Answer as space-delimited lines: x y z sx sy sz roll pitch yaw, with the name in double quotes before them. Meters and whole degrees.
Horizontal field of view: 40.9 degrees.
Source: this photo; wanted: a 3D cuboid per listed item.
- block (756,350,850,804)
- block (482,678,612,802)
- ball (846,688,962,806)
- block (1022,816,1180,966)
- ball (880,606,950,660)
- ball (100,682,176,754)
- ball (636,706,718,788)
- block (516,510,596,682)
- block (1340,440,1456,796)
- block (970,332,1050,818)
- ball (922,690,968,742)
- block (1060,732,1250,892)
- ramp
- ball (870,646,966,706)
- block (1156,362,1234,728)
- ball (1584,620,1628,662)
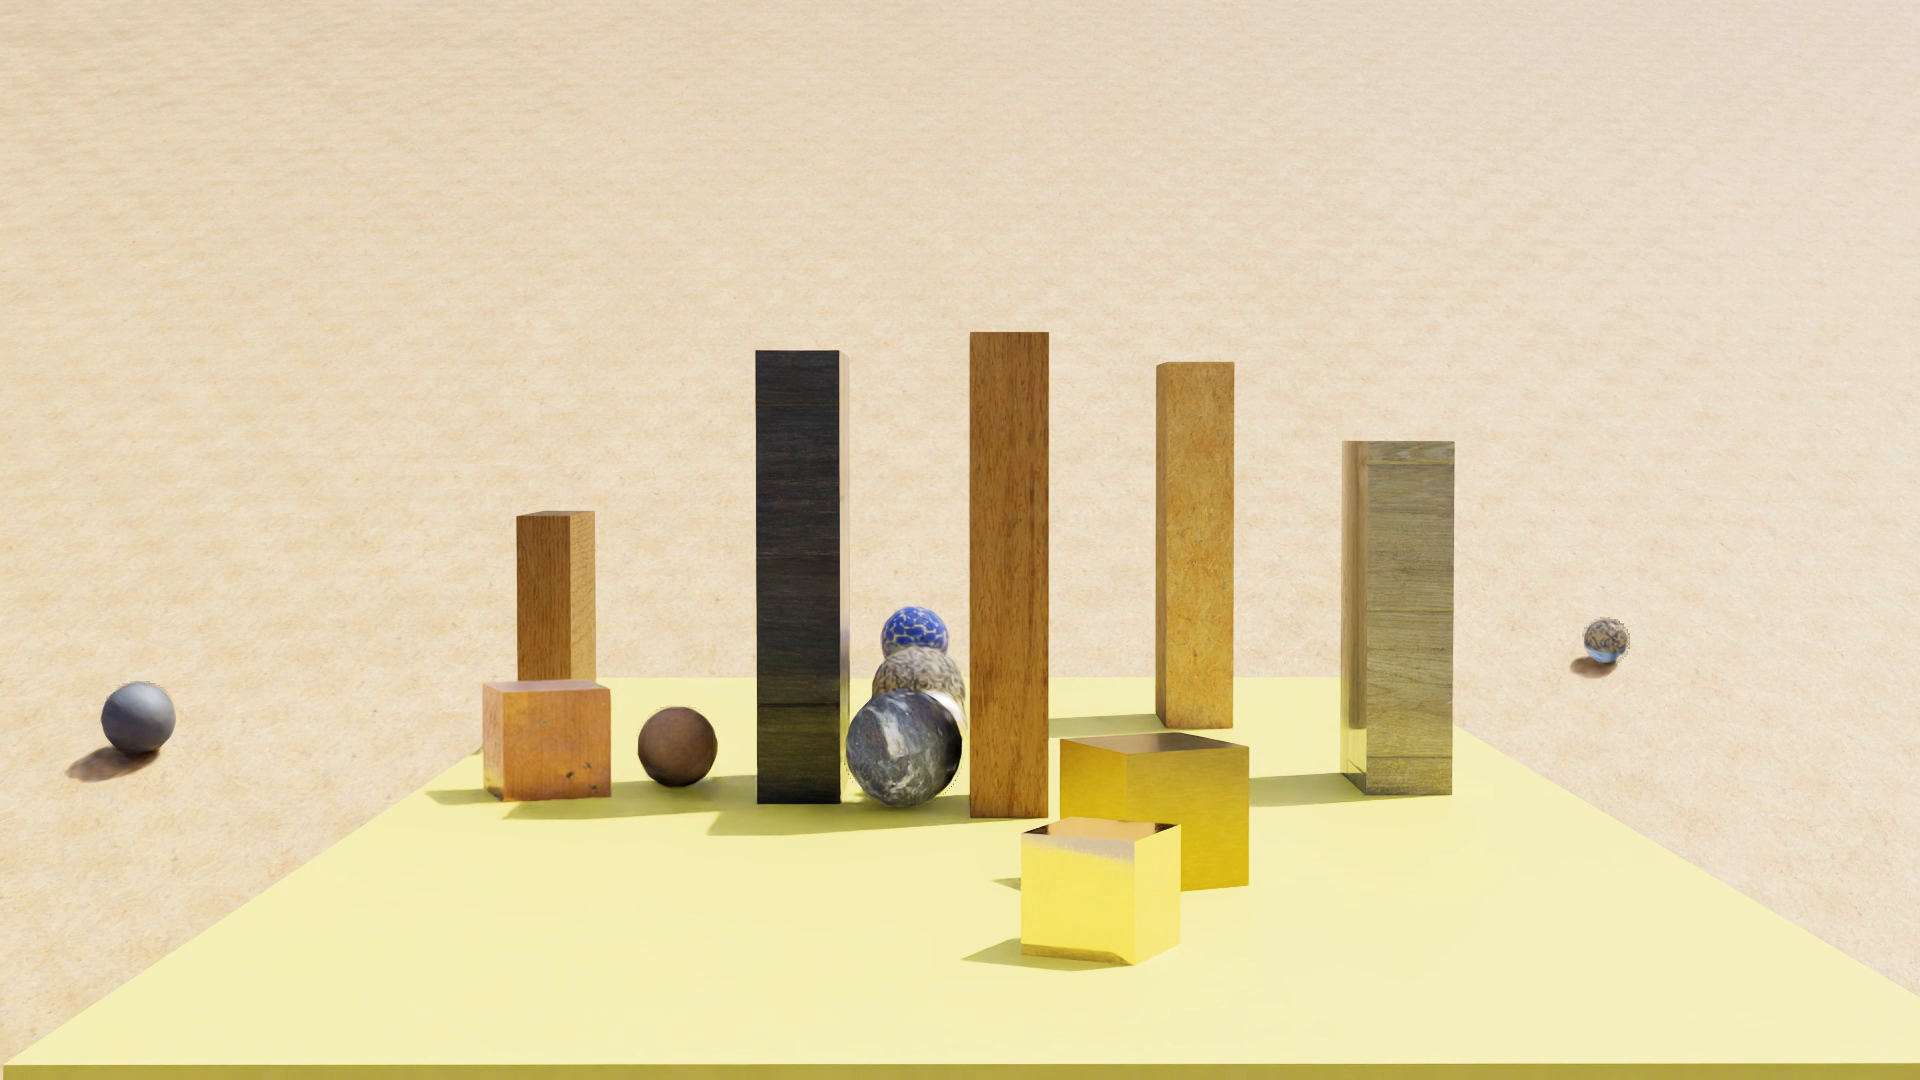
"block" -0.271 0.055 4.493 0.140 0.759 0.394 0 2 0
"block" -0.716 0.344 4.455 0.185 0.185 0.185 -1 3 -21
"ball" -0.094 0.346 4.288 0.195 0.195 0.195 0 23 0
"block" 0.171 0.420 3.099 0.146 0.146 0.146 1 3 26
"ball" -0.116 0.259 6.583 0.179 0.179 0.179 0 23 0
"ball" -2.022 0.440 6.337 0.177 0.177 0.177 0 23 0
"ball" -0.496 0.363 4.520 0.142 0.142 0.142 0 23 0
"block" -0.813 0.176 5.205 0.105 0.460 0.348 0 2 0
"block" 0.770 0.128 4.550 0.148 0.607 0.300 0 2 0
"block" 0.079 0.052 4.275 0.127 0.783 0.278 0 2 0
"ball" -0.050 0.351 4.923 0.131 0.131 0.131 0 23 0
"block" 0.268 0.377 3.575 0.192 0.192 0.192 -1 3 -26
"ramp" 0.053 0.483 4.539 2.000 0.100 4.000 0 2 0
"ball" -0.084 0.310 5.193 0.191 0.191 0.191 0 23 0
"block" 0.503 0.006 5.541 0.141 0.770 0.300 0 2 0
"ball" 1.710 0.268 6.818 0.115 0.115 0.115 0 23 0
